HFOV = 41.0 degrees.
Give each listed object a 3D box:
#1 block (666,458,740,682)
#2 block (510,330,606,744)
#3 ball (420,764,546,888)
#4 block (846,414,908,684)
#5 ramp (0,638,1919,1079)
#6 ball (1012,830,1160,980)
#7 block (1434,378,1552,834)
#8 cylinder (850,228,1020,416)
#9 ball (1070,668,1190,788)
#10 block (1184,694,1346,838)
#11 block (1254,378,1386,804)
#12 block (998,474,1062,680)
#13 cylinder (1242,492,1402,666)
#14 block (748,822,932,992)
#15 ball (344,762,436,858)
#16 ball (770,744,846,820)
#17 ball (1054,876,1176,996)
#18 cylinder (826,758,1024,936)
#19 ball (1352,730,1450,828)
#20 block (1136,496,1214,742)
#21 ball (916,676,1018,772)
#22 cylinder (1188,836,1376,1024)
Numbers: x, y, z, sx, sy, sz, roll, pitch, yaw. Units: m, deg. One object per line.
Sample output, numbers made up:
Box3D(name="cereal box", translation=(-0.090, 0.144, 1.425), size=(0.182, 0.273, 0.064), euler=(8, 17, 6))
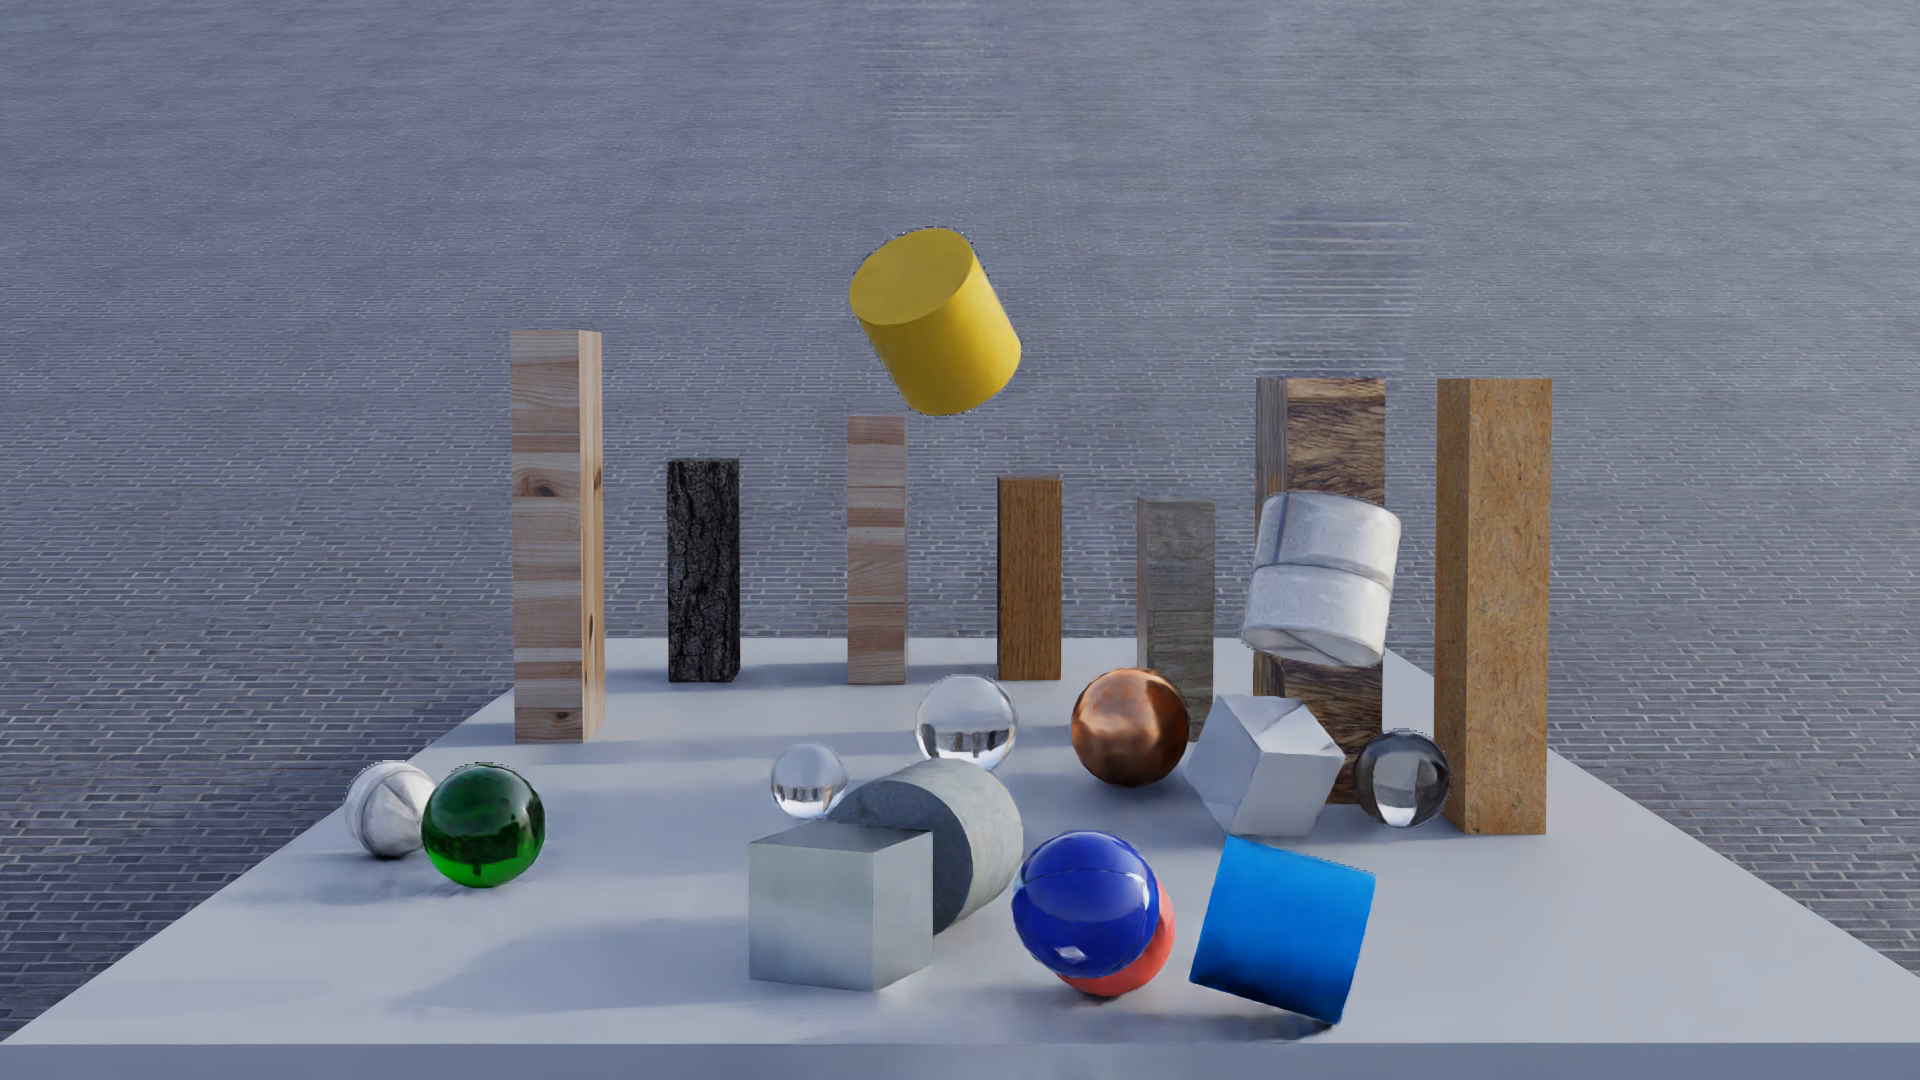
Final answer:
Box3D(name="block", translation=(-0.565, 0.062, 5.678), size=(0.135, 0.479, 0.245), euler=(0, 4, 0))
Box3D(name="block", translation=(-0.743, -0.014, 4.763), size=(0.123, 0.744, 0.296), euler=(0, 4, 0))
Box3D(name="ball", translation=(-0.615, 0.369, 3.313), size=(0.159, 0.159, 0.159), euler=(0, 20, 0))
Box3D(name="block", translation=(-0.181, 0.010, 5.727), size=(0.123, 0.576, 0.448), euler=(0, 4, 0))
Box3D(name="ramp", translation=(0.047, 0.423, 4.534), size=(2.000, 0.100, 4.000), euler=(0, 4, 0))
Box3D(name="ball", translation=(0.122, 0.354, 2.499), size=(0.144, 0.144, 0.144), euler=(0, 20, 0))
Box3D(name="block", translation=(0.785, 0.089, 3.804), size=(0.117, 0.656, 0.249), euler=(0, 4, 0))
Box3D(name="cylinder", translation=(-0.029, -0.261, 3.083), size=(0.158, 0.158, 0.158), euler=(-15, 45, 16))
Box3D(name="ball", translation=(0.273, 0.302, 4.126), size=(0.192, 0.192, 0.192), euler=(0, 20, 0))
Box3D(name="block", translation=(0.433, 0.321, 3.664), size=(0.142, 0.142, 0.142), euler=(5, 29, -28))
Box3D(name="block", translation=(0.575, 0.067, 4.152), size=(0.150, 0.658, 0.417), euler=(0, 4, 0))
Box3D(name="block", translation=(0.154, 0.078, 5.761), size=(0.134, 0.436, 0.346), euler=(0, 4, 0))
Box3D(name="cylinder", translation=(0.410, 0.046, 2.909), size=(0.158, 0.158, 0.158), euler=(10, -14, 3))
Box3D(name="block", translation=(-0.131, 0.403, 2.839), size=(0.151, 0.151, 0.151), euler=(2, 4, 25))
Box3D(name="ball", translation=(-0.778, 0.370, 3.528), size=(0.130, 0.130, 0.130), euler=(0, 20, 0))
Box3D(name="ball", translation=(-0.226, 0.360, 3.824), size=(0.114, 0.114, 0.114), euler=(0, 20, 0))
Box3D(name="ball", translation=(0.155, 0.411, 2.732), size=(0.147, 0.147, 0.147), euler=(0, 20, 0))
Box3D(name="cylinder", translation=(-0.045, 0.368, 3.063), size=(0.192, 0.192, 0.192), euler=(7, 6, 18))
Box3D(name="ball", translation=(0.645, 0.350, 3.753), size=(0.142, 0.142, 0.142), euler=(0, 20, 0))
Box3D(name="block", translation=(0.398, 0.141, 4.763), size=(0.120, 0.434, 0.266), euler=(0, 4, 0))
Box3D(name="ball", translation=(0.011, 0.307, 4.237), size=(0.169, 0.169, 0.169), euler=(0, 20, 0))
Box3D(name="cylinder", translation=(0.327, 0.396, 2.613), size=(0.155, 0.155, 0.155), euler=(15, 22, 8))
